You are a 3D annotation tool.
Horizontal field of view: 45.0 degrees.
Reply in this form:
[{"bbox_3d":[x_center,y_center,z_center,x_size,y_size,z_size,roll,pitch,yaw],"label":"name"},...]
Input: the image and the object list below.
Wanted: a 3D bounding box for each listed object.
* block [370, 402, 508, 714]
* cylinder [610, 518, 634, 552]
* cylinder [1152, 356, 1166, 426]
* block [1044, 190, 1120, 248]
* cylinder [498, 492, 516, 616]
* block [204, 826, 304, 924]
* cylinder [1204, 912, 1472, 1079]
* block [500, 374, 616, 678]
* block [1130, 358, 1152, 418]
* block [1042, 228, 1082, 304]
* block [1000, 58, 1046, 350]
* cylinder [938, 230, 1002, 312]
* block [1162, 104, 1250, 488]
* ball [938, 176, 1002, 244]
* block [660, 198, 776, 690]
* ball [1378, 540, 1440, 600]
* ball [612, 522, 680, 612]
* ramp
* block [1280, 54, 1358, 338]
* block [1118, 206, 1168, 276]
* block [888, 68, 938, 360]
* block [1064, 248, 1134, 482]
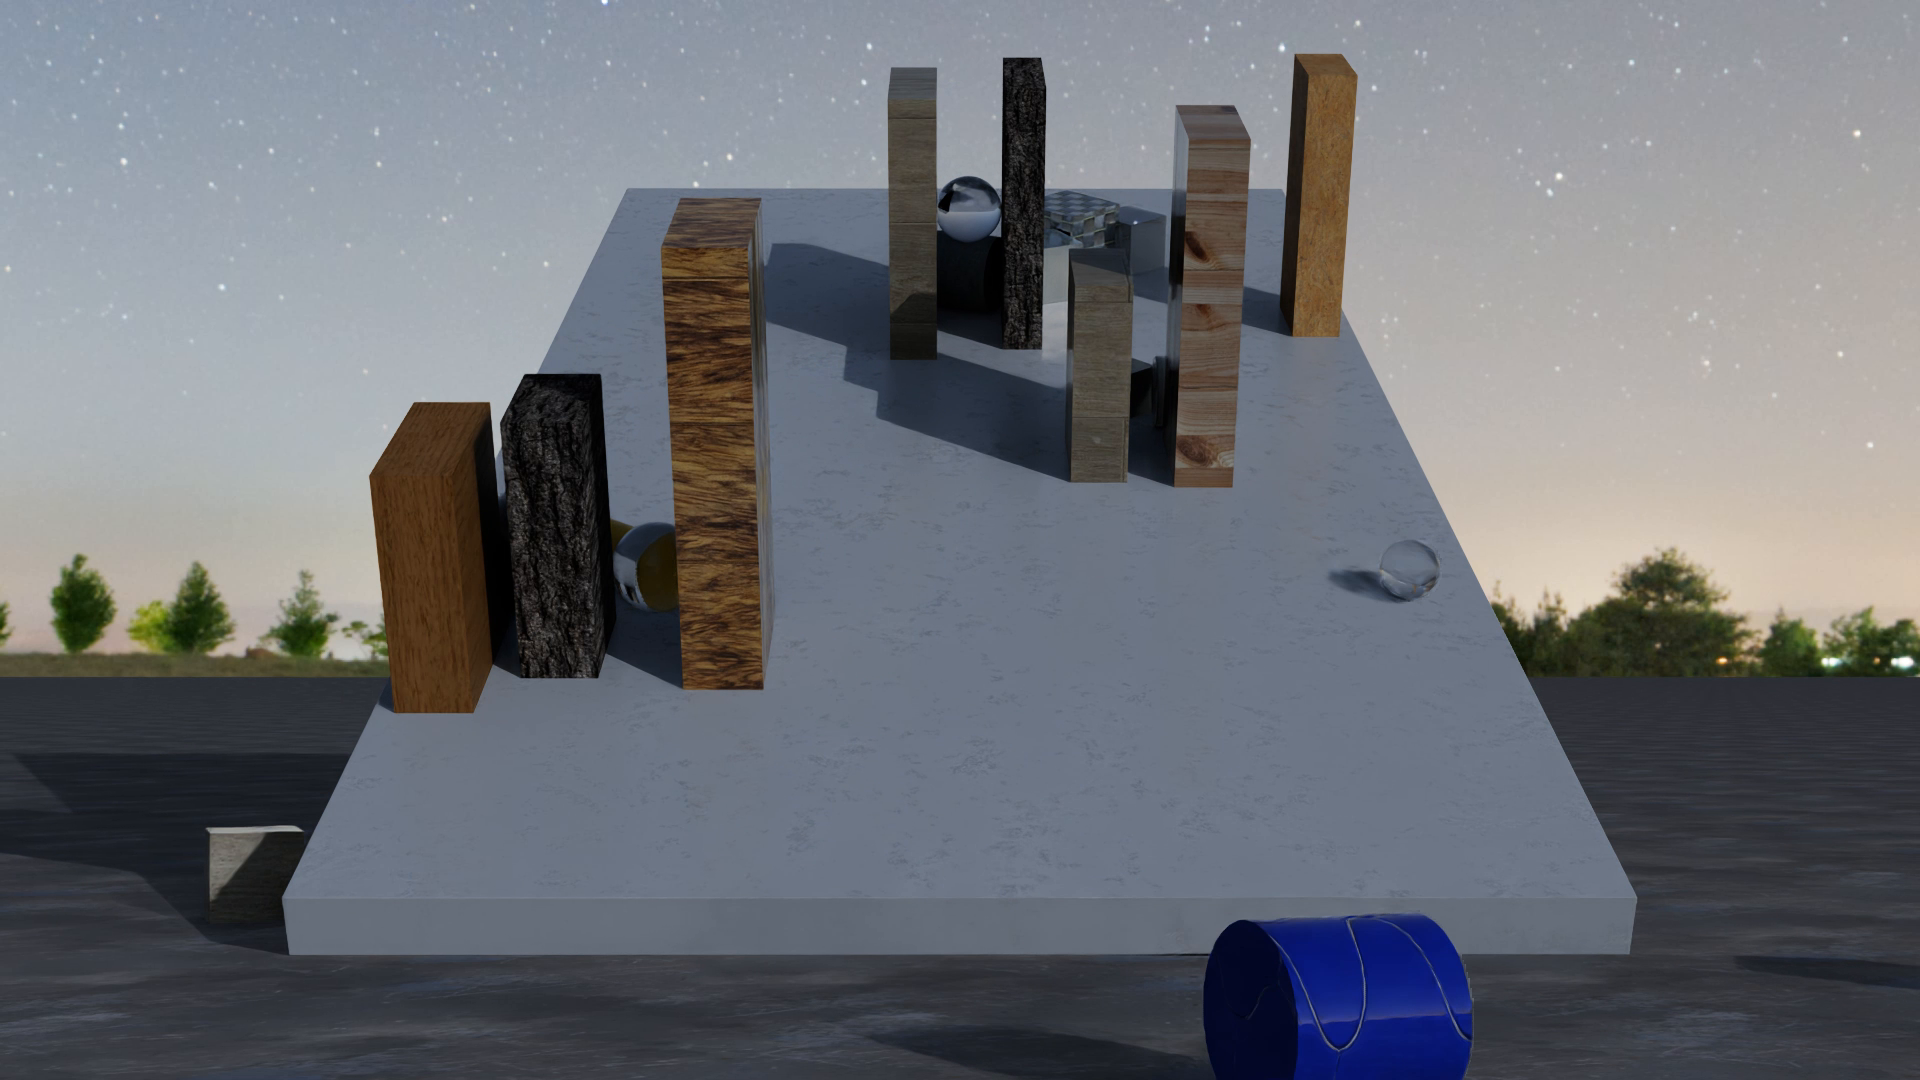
[{"bbox_3d":[-0.896,0.026,4.022,0.134,0.436,0.346,0,24,0],"label":"block"},{"bbox_3d":[-0.655,0.026,4.420,0.120,0.120,0.120,18,8,35],"label":"cylinder"},{"bbox_3d":[0.515,-0.333,5.199,0.158,0.158,0.158,0,-3,0],"label":"cylinder"},{"bbox_3d":[0.291,-0.813,6.253,0.193,0.193,0.193,-21,32,-40],"label":"block"},{"bbox_3d":[-0.843,0.021,4.333,0.197,0.197,0.197,-2,21,26],"label":"cylinder"},{"bbox_3d":[-1.213,0.573,3.981,0.151,0.151,0.151,1,-3,-21],"label":"block"},{"bbox_3d":[0.360,0.456,2.233,0.187,0.187,0.187,1,-3,-22],"label":"cylinder"},{"bbox_3d":[-0.703,-0.026,4.089,0.135,0.479,0.245,0,24,0],"label":"block"},{"bbox_3d":[0.366,-0.347,5.291,0.109,0.109,0.109,-20,30,-38],"label":"block"},{"bbox_3d":[0.218,-0.714,6.079,0.151,0.151,0.151,-11,26,-24],"label":"block"},{"bbox_3d":[0.154,-0.833,5.730,0.095,0.647,0.342,0,24,0],"label":"block"},{"bbox_3d":[0.004,-0.695,5.981,0.192,0.192,0.192,10,0,20],"label":"cylinder"},{"bbox_3d":[0.513,-0.511,4.874,0.123,0.744,0.296,0,24,0],"label":"block"},{"bbox_3d":[0.021,-0.835,5.866,0.169,0.169,0.169,0,-3,0],"label":"ball"},{"bbox_3d":[-0.411,-0.164,4.013,0.139,0.795,0.302,0,24,0],"label":"block"},{"bbox_3d":[0.846,0.056,4.365,0.114,0.114,0.114,0,-3,0],"label":"ball"},{"bbox_3d":[-0.562,0.050,4.301,0.170,0.170,0.170,0,-3,0],"label":"ball"},{"bbox_3d":[-0.008,-0.227,5.276,2.000,0.100,4.000,0,24,0],"label":"ramp"},{"bbox_3d":[0.889,-0.857,5.779,0.117,0.656,0.249,0,24,0],"label":"block"},{"bbox_3d":[0.461,-0.816,6.324,0.142,0.142,0.142,-21,31,-39],"label":"block"},{"bbox_3d":[-0.113,-0.798,5.661,0.113,0.638,0.345,0,24,0],"label":"block"},{"bbox_3d":[0.294,-0.374,4.945,0.120,0.434,0.266,0,24,0],"label":"block"}]
